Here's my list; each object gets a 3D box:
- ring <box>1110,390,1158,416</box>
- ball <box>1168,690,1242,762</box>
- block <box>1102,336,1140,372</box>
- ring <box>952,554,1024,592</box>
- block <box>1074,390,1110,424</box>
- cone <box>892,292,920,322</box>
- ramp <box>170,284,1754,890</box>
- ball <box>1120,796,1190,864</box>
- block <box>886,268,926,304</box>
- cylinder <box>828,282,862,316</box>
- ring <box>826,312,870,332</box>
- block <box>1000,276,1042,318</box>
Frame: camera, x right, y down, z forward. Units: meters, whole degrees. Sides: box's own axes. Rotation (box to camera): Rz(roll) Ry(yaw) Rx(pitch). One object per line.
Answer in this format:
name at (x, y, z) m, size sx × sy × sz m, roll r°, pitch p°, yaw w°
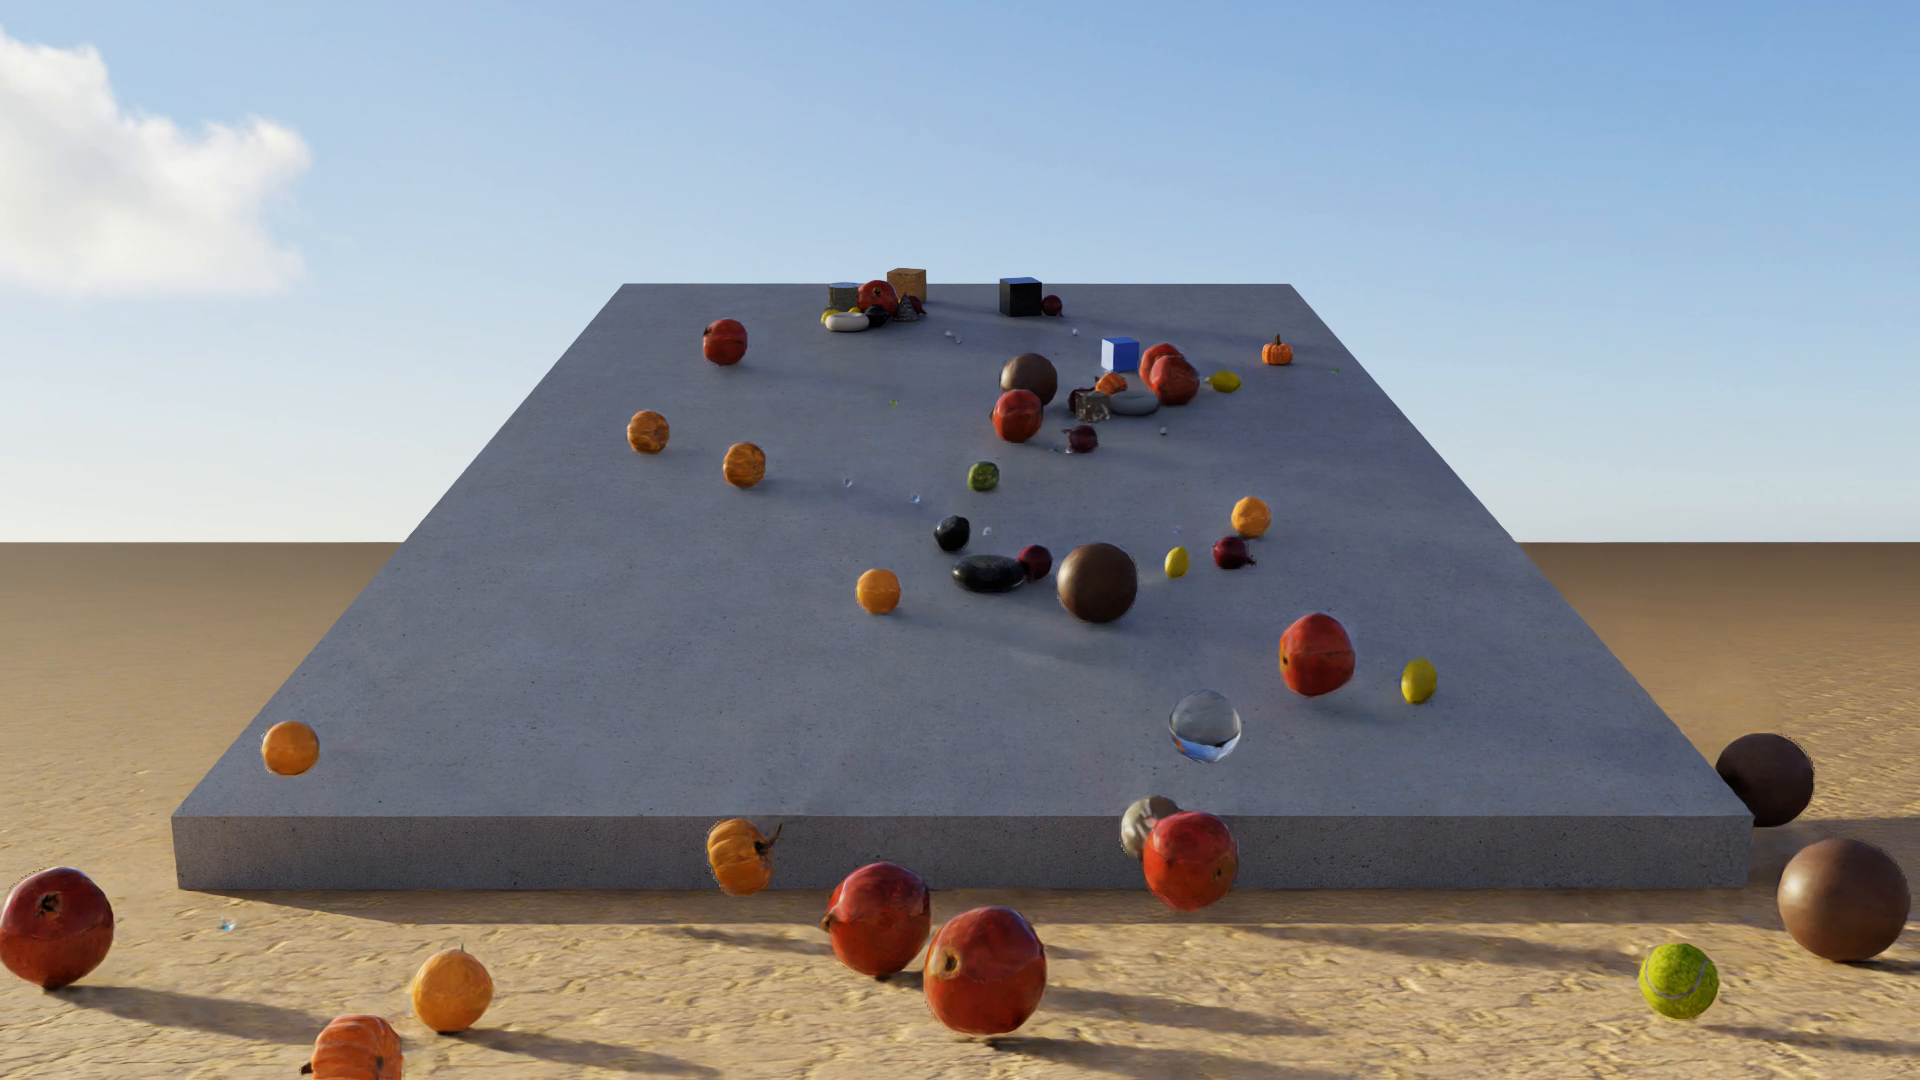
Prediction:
ring at (0.389, -0.309, 4.981) m, size 0.116 × 0.039 × 0.116 m, roll -2°, pitch 17°, yaw 1°
ball at (0.328, 0.249, 2.959) m, size 0.097 × 0.097 × 0.097 m, roll 0°, pitch 0°, yaw 0°
block at (0.394, -0.456, 5.432) m, size 0.069 × 0.069 × 0.069 m, roll -6°, pitch 17°, yaw -19°
ring at (0.048, 0.056, 3.726) m, size 0.122 × 0.041 × 0.122 m, roll 1°, pitch 15°, yaw 0°
block at (0.293, -0.295, 4.898) m, size 0.058 × 0.058 × 0.058 m, roll -6°, pitch 17°, yaw -19°
cone at (-0.150, -0.641, 6.047) m, size 0.079 × 0.079 × 0.079 m, roll 0°, pitch 16°, yaw 0°
ramp at (-0.002, -0.163, 4.725) m, size 2.000 × 0.100 × 4.000 m, roll 0°, pitch 16°, yaw 0°
ball at (0.236, 0.350, 2.669) m, size 0.083 × 0.083 × 0.083 m, roll 0°, pitch 0°, yaw 0°
block at (-0.153, -0.727, 6.329) m, size 0.087 × 0.087 × 0.087 m, roll 6°, pitch 17°, yaw 20°
cylinder at (-0.317, -0.655, 6.073) m, size 0.091 × 0.091 × 0.091 m, roll 0°, pitch 16°, yaw 0°
ring at (-0.302, -0.584, 5.923) m, size 0.118 × 0.039 × 0.118 m, roll -1°, pitch 16°, yaw 0°
block at (0.168, -0.675, 6.140) m, size 0.093 × 0.093 × 0.093 m, roll -5°, pitch 17°, yaw -16°
